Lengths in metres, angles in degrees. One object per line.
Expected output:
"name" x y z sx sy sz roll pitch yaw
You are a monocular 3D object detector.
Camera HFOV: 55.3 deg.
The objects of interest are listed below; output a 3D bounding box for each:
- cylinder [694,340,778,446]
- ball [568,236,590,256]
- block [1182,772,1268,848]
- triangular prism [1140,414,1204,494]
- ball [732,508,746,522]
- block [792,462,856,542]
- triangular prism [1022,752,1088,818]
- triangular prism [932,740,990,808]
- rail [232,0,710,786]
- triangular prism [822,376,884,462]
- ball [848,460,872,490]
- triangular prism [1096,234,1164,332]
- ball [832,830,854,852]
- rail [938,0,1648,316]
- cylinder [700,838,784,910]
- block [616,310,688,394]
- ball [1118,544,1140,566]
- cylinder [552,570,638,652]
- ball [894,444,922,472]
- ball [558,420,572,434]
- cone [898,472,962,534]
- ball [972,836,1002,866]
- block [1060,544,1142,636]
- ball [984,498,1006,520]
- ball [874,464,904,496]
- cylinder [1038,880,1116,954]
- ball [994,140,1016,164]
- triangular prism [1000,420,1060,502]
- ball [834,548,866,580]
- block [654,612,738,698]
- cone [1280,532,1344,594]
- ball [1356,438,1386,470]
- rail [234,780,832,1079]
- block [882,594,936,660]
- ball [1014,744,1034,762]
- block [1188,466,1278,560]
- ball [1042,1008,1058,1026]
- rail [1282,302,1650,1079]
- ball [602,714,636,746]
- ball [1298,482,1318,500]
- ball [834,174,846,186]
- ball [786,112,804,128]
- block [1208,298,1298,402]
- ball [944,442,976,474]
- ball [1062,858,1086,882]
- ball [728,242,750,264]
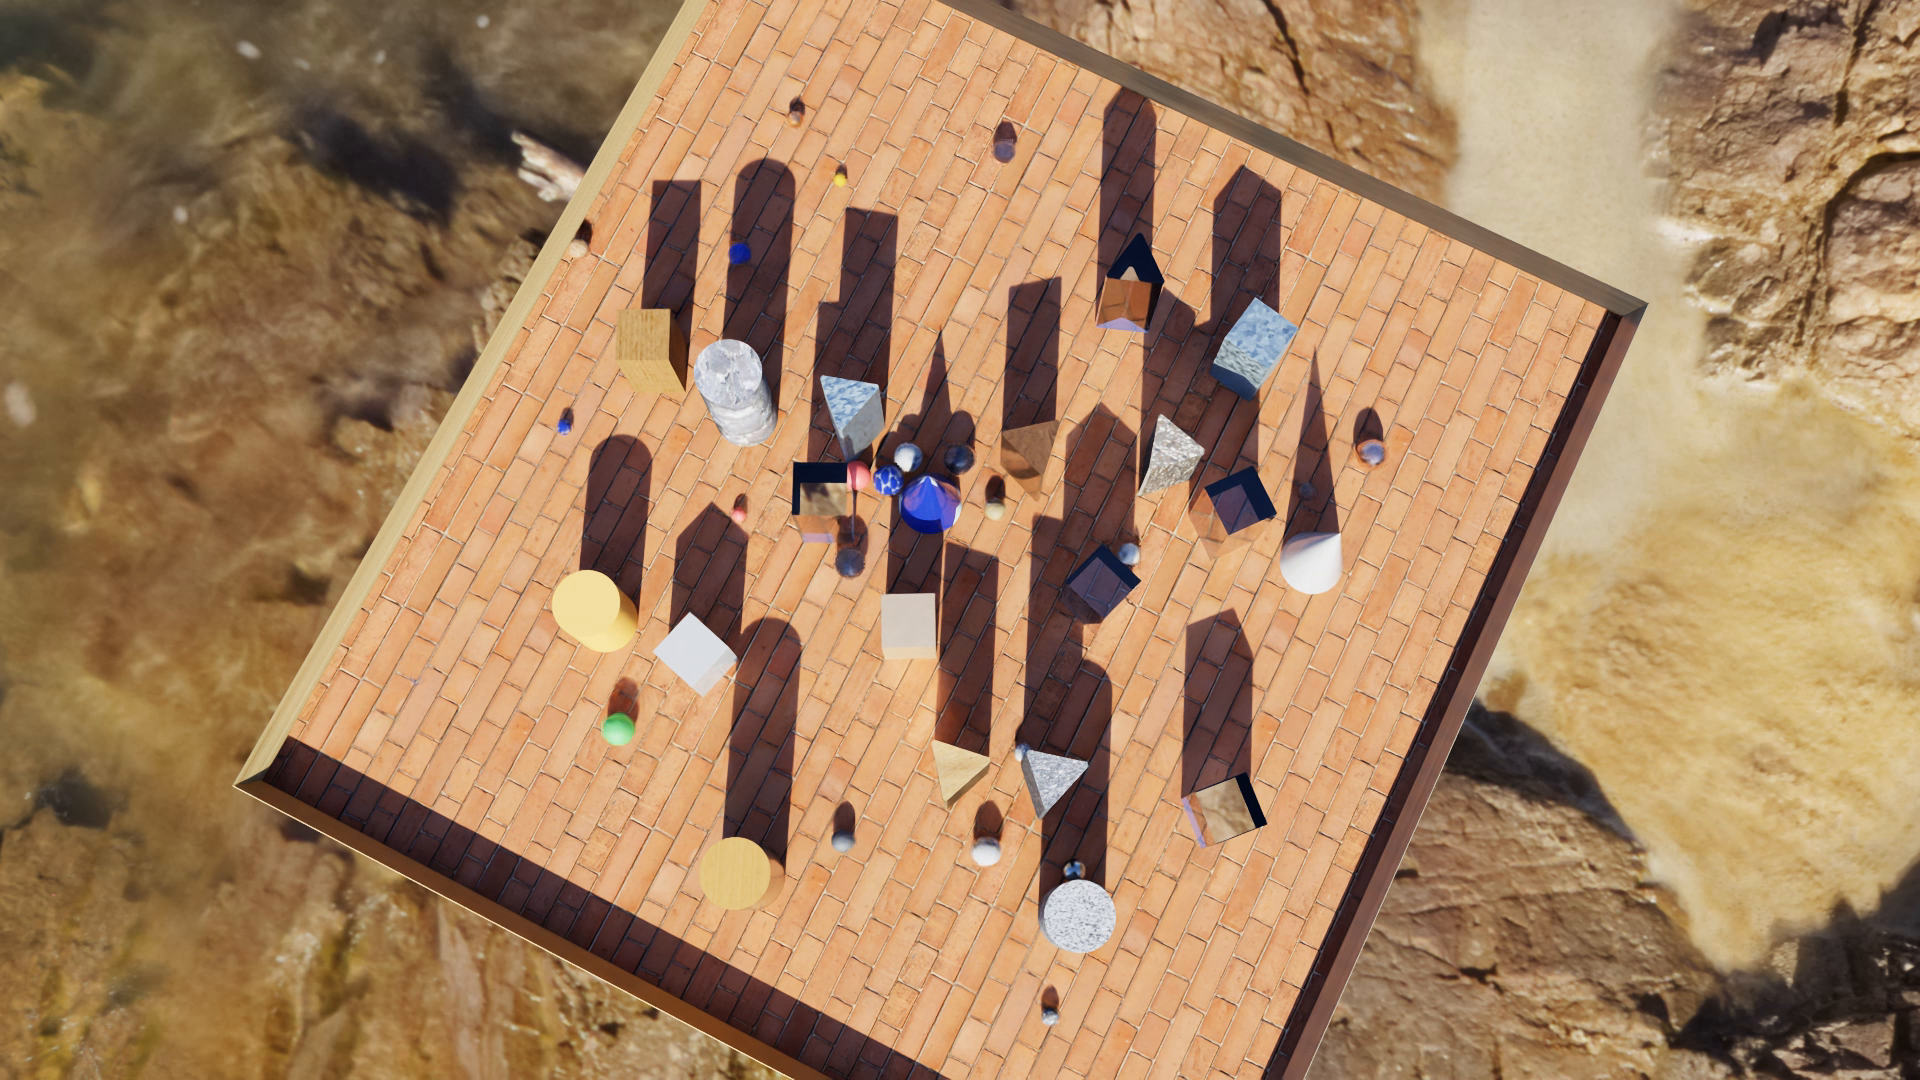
"cylinder" -0.663 -0.432 5.465 0.196 0.473 0.196 0 78 0
"ball" -1.201 -0.924 5.775 0.063 0.063 0.063 0 78 0
"block" 0.759 0.783 5.288 0.156 0.326 0.156 -20 79 -4
"triangular prism" 0.609 -0.266 5.502 0.169 0.331 0.147 -18 79 -4
"ball" -0.675 -0.076 5.610 0.044 0.044 0.044 0 78 0
"block" -0.402 -0.108 5.442 0.156 0.385 0.156 1 78 0
"triangular prism" 0.238 0.673 5.233 0.147 0.477 0.169 42 81 8
"triangular prism" -0.028 0.651 5.276 0.169 0.403 0.147 -41 81 -8
"rail" -1.381 -0.669 5.689 0.045 0.127 3.217 26 80 5
"triangular prism" -0.344 -0.381 5.476 0.147 0.430 0.169 40 81 8
"ball" -0.318 -0.198 5.611 0.091 0.091 0.091 0 78 0
"triangular prism" 0.517 -0.780 5.547 0.169 0.452 0.147 6 78 1
"ball" -0.345 0.886 5.398 0.068 0.068 0.068 0 78 0
"rail" 0.709 -1.381 5.837 3.135 0.127 0.045 26 80 5
"cylinder" -0.614 0.952 5.203 0.196 0.424 0.196 0 78 0
"block" -0.933 -0.570 5.559 0.156 0.343 0.156 0 78 0
"ball" 0.514 0.043 5.573 0.068 0.068 0.068 0 78 0
"cylinder" -1.075 0.214 5.417 0.196 0.304 0.196 0 78 0
"ball" -0.159 -0.253 5.623 0.089 0.089 0.089 0 78 0
"ball" -1.223 -0.347 5.666 0.044 0.044 0.044 0 78 0
"cone" -0.091 -0.150 5.464 0.196 0.360 0.196 0 78 0
"ball" 0.079 0.914 5.383 0.088 0.088 0.088 0 78 0
"block" 0.411 0.151 5.421 0.156 0.322 0.156 44 82 8
"ball" 0.106 -0.095 5.602 0.067 0.067 0.067 0 78 0
"ball" -0.218 -0.184 5.606 0.095 0.095 0.095 0 78 0
"cylinder" 0.326 1.065 5.184 0.196 0.416 0.196 0 78 0
"ball" 0.142 -1.235 5.835 0.073 0.073 0.073 0 78 0
"triangular prism" 0.235 -0.263 5.490 0.147 0.354 0.169 -42 81 -8
"ball" -0.333 0.071 5.553 0.096 0.096 0.096 0 78 0
"block" -0.779 0.342 5.423 0.156 0.241 0.156 41 81 8
"cone" 1.075 0.024 5.388 0.196 0.437 0.196 0 78 0
"ball" 1.262 -0.263 5.623 0.093 0.093 0.093 0 78 0
"rail" -0.709 1.395 5.262 3.135 0.127 0.045 26 80 5
"block" -0.150 0.258 5.438 0.156 0.245 0.156 -1 78 0
"ball" 0.190 0.634 5.456 0.058 0.058 0.058 0 78 0
"block" 0.805 -0.076 5.439 0.156 0.379 0.156 -24 79 -5
"ball" 0.260 1.379 5.305 0.051 0.051 0.051 0 78 0
"rail" 1.381 0.683 5.409 0.045 0.127 3.217 26 80 5
"ball" -1.015 0.564 5.451 0.096 0.096 0.096 0 78 0
"ball" 1.067 -0.150 5.620 0.055 0.055 0.055 0 78 0
"ball" -0.381 -1.145 5.833 0.040 0.040 0.040 0 78 0
"ball" -0.528 -1.345 5.868 0.054 0.054 0.054 0 78 0
"block" 0.886 -0.571 5.552 0.156 0.357 0.156 36 81 7
"ball" -0.003 -0.249 5.618 0.098 0.098 0.098 0 78 0
"ball" 0.336 0.971 5.380 0.069 0.069 0.069 0 78 0
"ball" -0.696 -0.901 5.768 0.068 0.068 0.068 0 78 0
